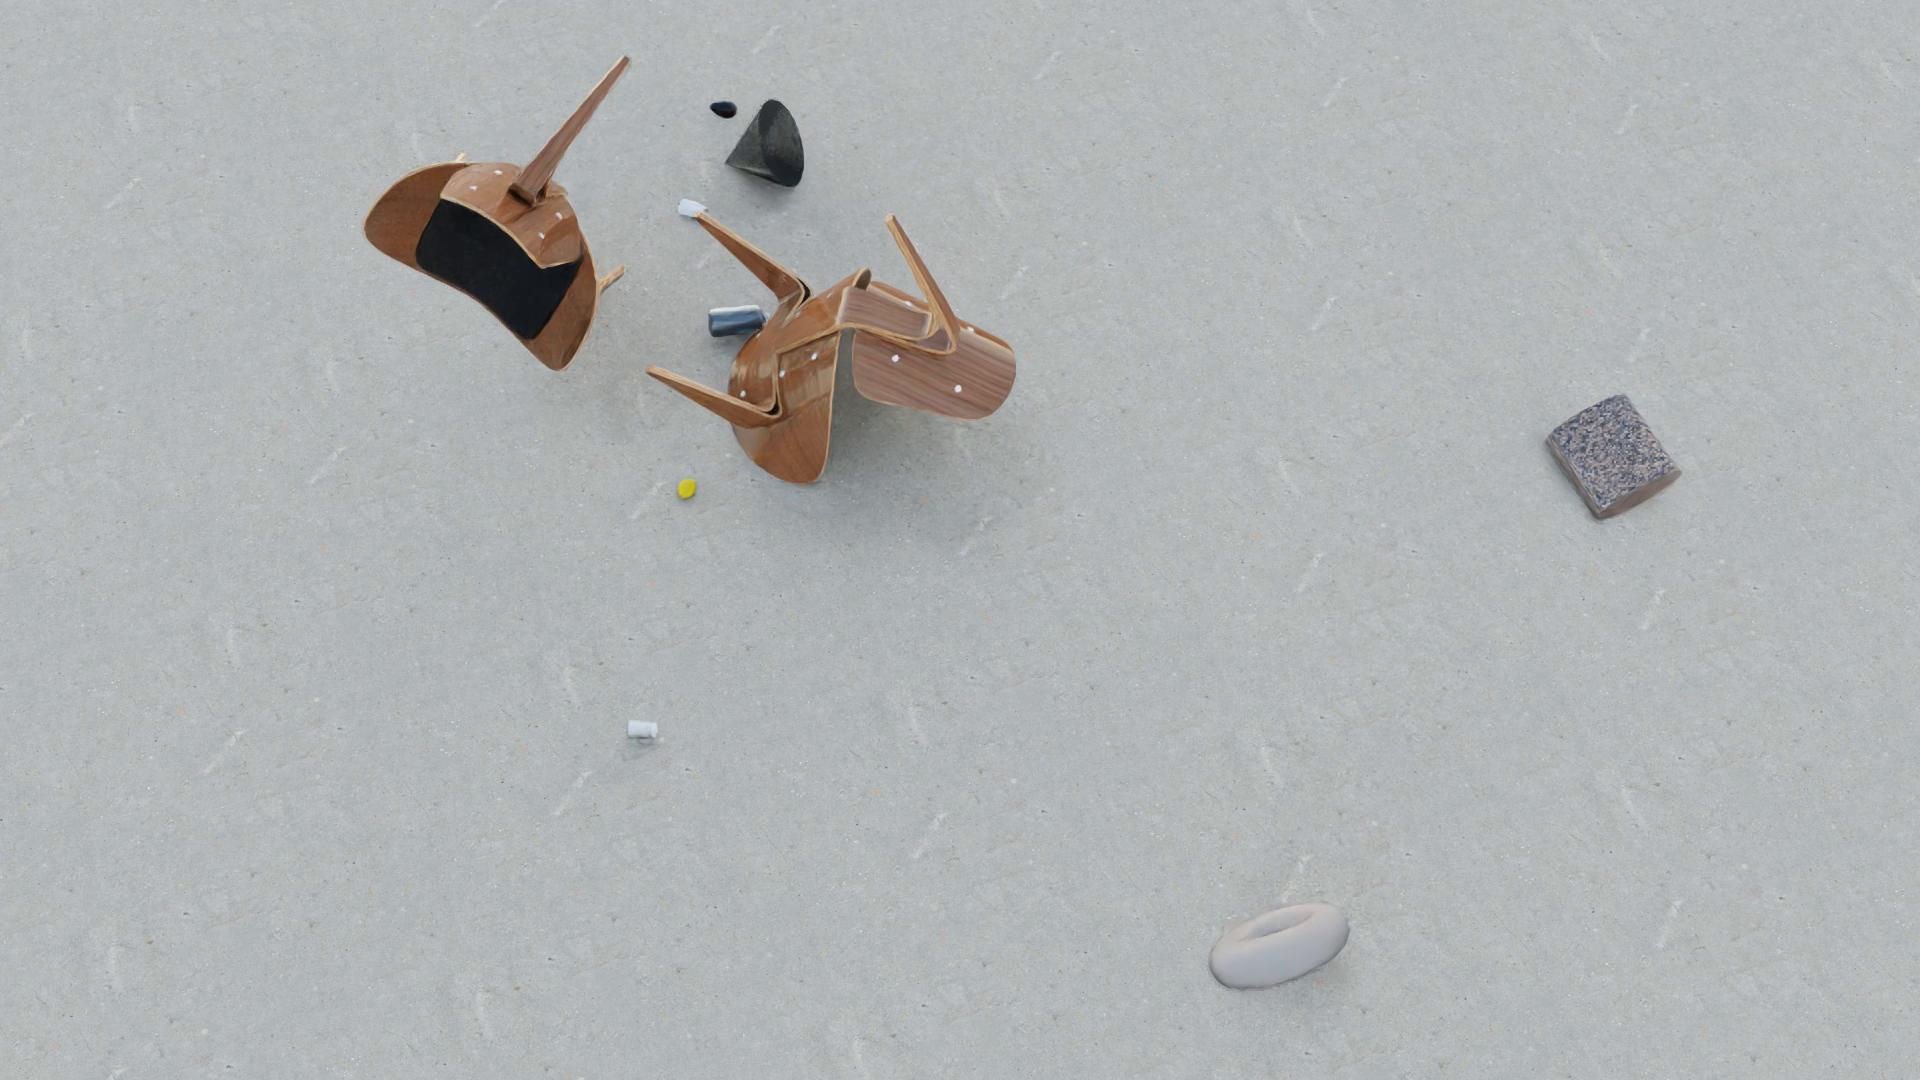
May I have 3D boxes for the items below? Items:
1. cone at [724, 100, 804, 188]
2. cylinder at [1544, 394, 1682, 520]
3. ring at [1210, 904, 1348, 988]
[{"bbox_3d":[-0.695,-1.295,7.373,0.234,0.267,0.312,-14,62,27],"label":"cone"},{"bbox_3d":[1.974,-0.253,6.654,0.284,0.113,0.310,-30,59,7],"label":"cylinder"},{"bbox_3d":[0.825,1.047,5.678,0.419,0.314,0.122,-18,93,-37],"label":"ring"}]
